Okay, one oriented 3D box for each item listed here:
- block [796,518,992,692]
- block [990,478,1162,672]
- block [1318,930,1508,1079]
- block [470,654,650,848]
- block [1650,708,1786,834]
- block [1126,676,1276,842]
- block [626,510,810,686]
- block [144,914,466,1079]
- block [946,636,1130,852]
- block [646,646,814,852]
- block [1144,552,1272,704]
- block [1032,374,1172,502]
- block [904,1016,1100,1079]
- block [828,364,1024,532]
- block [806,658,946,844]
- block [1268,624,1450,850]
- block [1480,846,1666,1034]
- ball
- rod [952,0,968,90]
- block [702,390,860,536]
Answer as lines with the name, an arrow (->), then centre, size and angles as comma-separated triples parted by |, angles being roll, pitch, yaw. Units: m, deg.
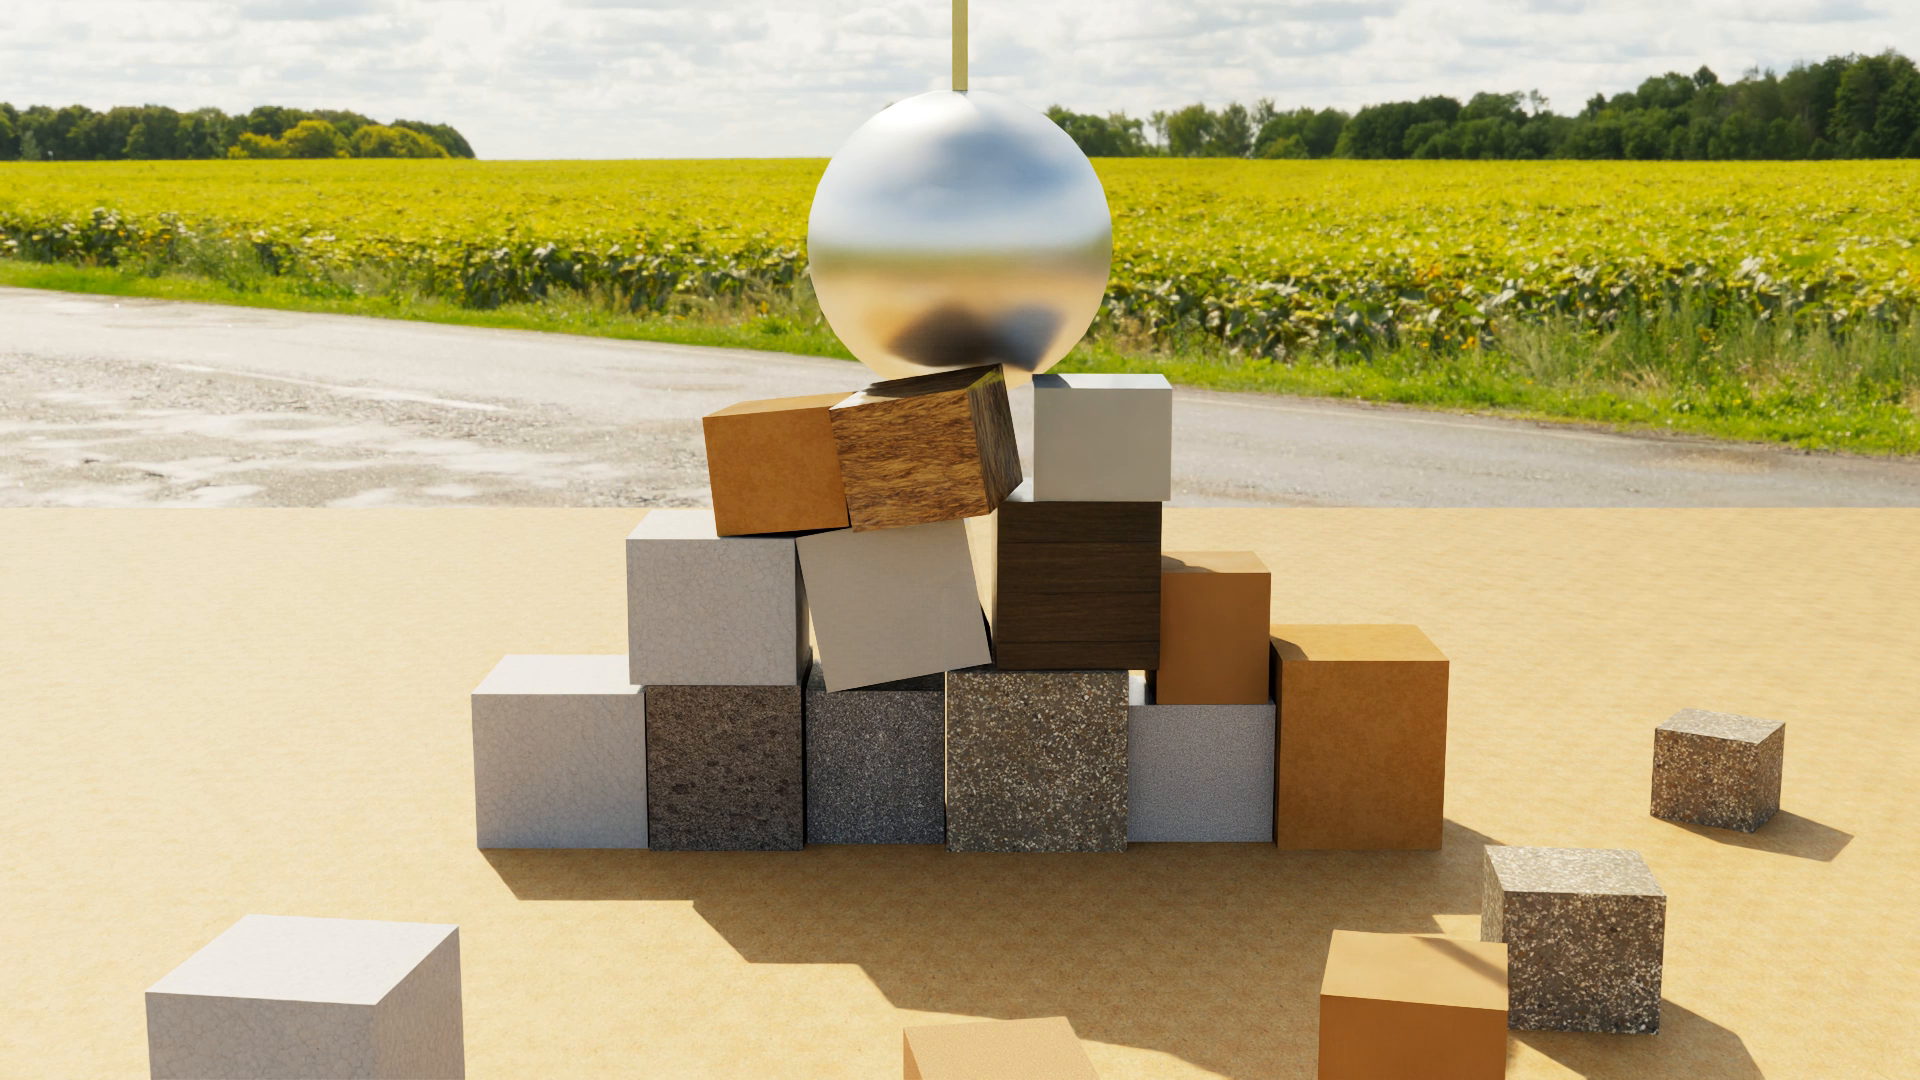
block -> -0.322, 0.227, 11.207 | 0.829, 0.794, 0.798 | -11, 10, 2
block -> 0.576, 0.159, 11.194 | 0.806, 0.849, 0.787 | 0, 10, -1
block -> 1.623, 1.819, 7.869 | 0.629, 0.605, 0.647 | 2, 11, 13
block -> -1.995, 1.081, 11.391 | 0.860, 0.798, 0.843 | 0, 10, 0
block -> 3.996, 1.206, 11.595 | 0.529, 0.478, 0.520 | 7, 12, 34
block -> 1.213, 1.124, 11.392 | 0.741, 0.712, 0.615 | 0, 10, 0
block -> -1.216, 0.279, 11.218 | 0.825, 0.734, 0.866 | 0, 10, 1
block -> -2.292, 1.798, 7.790 | 0.817, 0.676, 0.763 | 1, 10, 8
block -> 0.384, 1.024, 11.368 | 0.900, 0.917, 0.944 | 0, 10, 0
block -> -1.167, 1.059, 11.361 | 0.765, 0.852, 0.884 | 0, 10, 0
block -> 1.260, 0.442, 11.271 | 0.562, 0.674, 0.579 | 0, 10, -1
block -> 0.699, -0.521, 11.017 | 0.669, 0.554, 0.666 | 0, 10, 1
block -> 0.129, 1.954, 7.175 | 0.553, 0.588, 0.537 | -2, 10, -10
block -> -0.153, -0.459, 10.786 | 0.685, 0.610, 0.749 | -8, 12, 16
block -> -0.425, 1.083, 11.389 | 0.693, 0.794, 0.700 | 0, 10, 0
block -> 2.004, 1.000, 11.342 | 0.823, 0.974, 0.822 | 0, 10, 0
block -> 2.493, 1.627, 9.001 | 0.628, 0.579, 0.573 | 1, 10, 6
ball -> 0.000, -1.539, 11.486 | 1.600, 1.600, 1.600 | 0, 10, 0
rod -> 0.000, -4.810, 10.559 | 0.080, 5.200, 0.080 | 0, 16, 0
block -> -0.835, -0.390, 11.003 | 0.669, 0.590, 0.671 | -4, 9, 11
